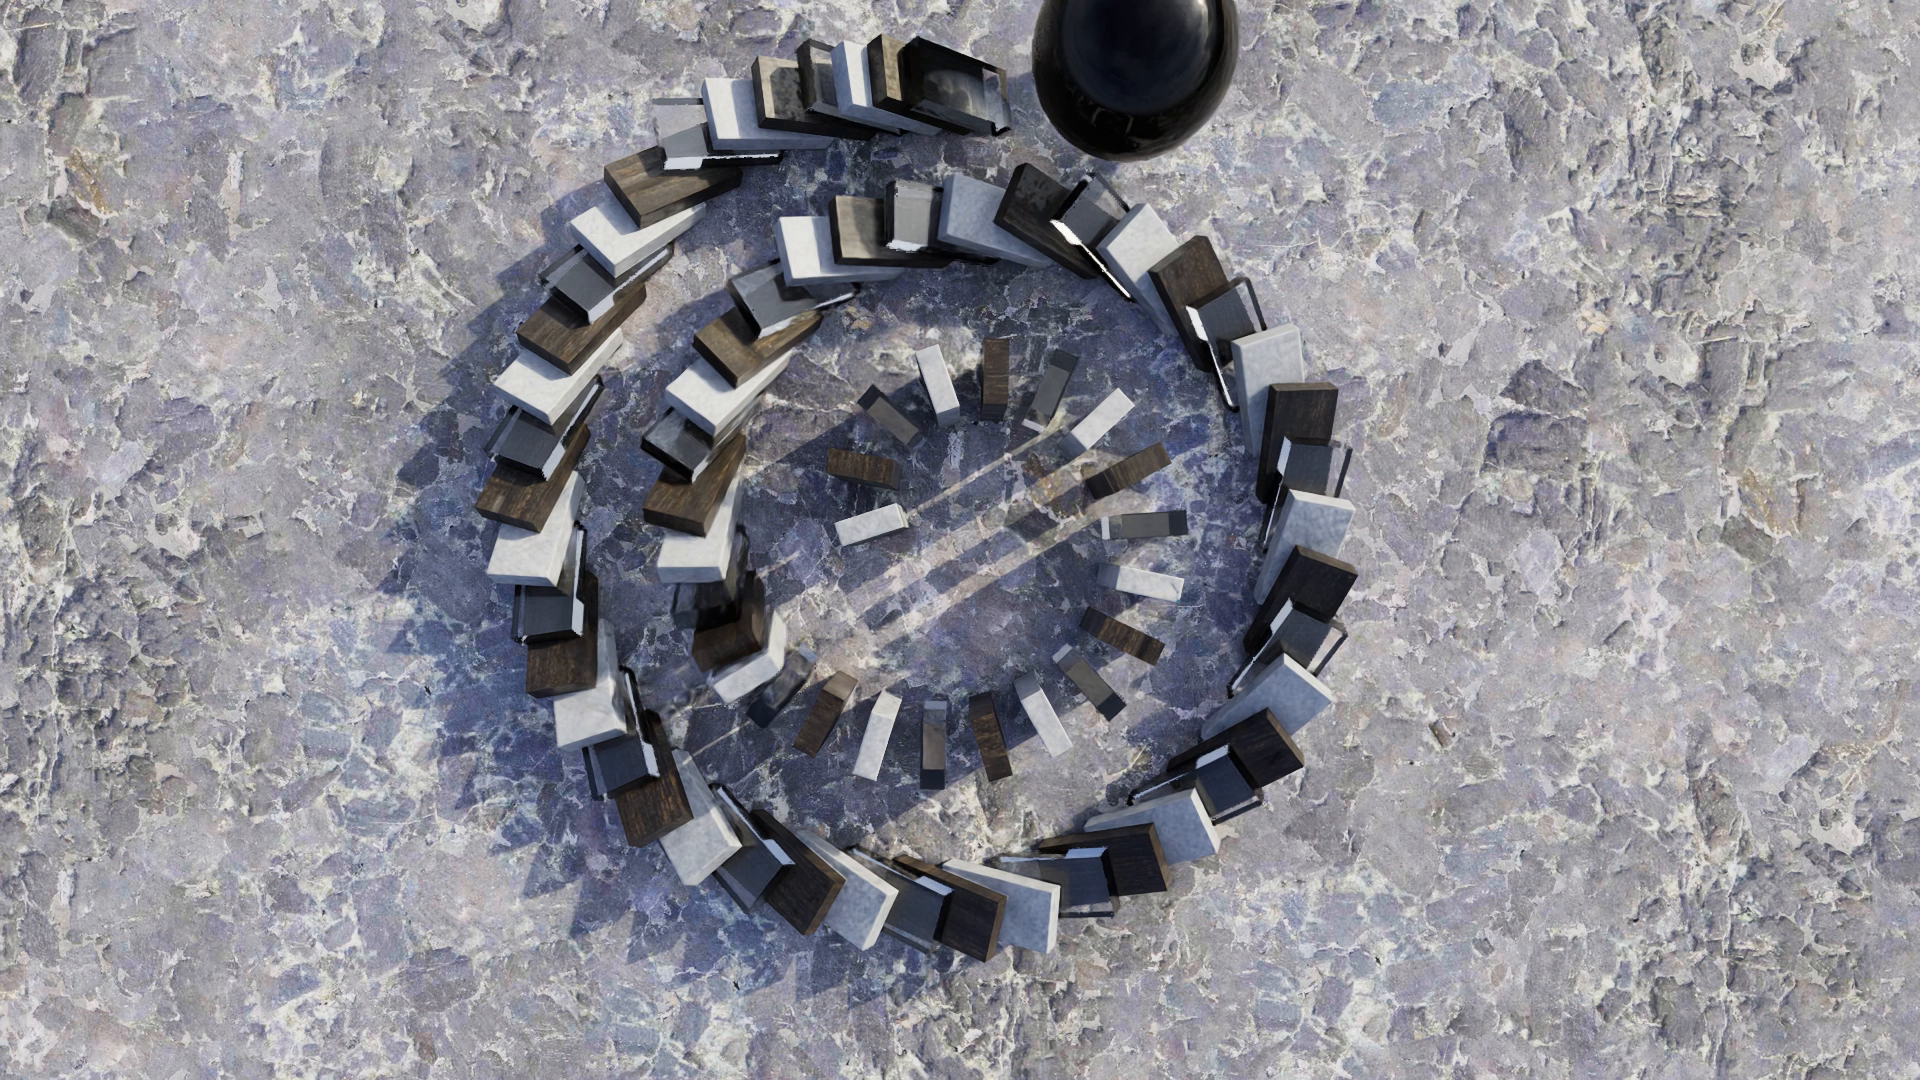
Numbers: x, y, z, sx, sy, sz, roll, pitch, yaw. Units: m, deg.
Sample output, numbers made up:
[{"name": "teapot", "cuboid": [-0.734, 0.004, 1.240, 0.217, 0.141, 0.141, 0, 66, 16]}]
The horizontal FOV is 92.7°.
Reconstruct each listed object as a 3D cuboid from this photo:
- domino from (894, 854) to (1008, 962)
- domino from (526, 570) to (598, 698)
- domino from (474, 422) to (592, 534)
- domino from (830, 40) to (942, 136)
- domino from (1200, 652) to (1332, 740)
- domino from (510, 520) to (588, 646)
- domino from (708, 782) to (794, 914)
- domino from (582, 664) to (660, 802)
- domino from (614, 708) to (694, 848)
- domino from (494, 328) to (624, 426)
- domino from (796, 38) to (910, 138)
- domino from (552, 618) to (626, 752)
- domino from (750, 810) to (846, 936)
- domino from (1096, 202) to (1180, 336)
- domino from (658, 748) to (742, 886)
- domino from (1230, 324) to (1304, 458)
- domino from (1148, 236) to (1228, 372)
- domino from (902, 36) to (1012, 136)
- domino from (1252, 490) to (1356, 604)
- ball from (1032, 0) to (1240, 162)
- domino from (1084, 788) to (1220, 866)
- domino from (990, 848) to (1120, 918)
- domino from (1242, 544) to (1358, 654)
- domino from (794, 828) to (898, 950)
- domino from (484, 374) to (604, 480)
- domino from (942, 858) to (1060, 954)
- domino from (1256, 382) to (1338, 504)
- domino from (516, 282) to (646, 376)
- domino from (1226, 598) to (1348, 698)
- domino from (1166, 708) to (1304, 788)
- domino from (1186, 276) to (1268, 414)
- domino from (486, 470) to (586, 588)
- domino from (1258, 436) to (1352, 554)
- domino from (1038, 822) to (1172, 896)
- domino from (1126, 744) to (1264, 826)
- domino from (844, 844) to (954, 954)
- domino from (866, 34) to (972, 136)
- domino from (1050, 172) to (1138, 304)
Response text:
[{"name": "domino", "cuboid": [-0.007, 0.154, 0.385, 0.050, 0.010, 0.025, 13, 91, 26]}, {"name": "domino", "cuboid": [-0.167, 0.039, 0.385, 0.025, 0.010, 0.050, -10, 64, 0]}, {"name": "domino", "cuboid": [-0.178, -0.030, 0.385, 0.025, 0.009, 0.050, 16, 64, 0]}, {"name": "domino", "cuboid": [-0.029, -0.186, 0.379, 0.050, 0.009, 0.025, -9, 91, -43]}, {"name": "domino", "cuboid": [0.128, 0.073, 0.384, 0.025, 0.010, 0.050, 39, 117, 0]}, {"name": "domino", "cuboid": [-0.172, 0.018, 0.385, 0.025, 0.010, 0.050, -8, 64, 0]}, {"name": "domino", "cuboid": [-0.095, 0.128, 0.385, 0.050, 0.010, 0.025, 37, 90, 26]}, {"name": "domino", "cuboid": [-0.145, 0.081, 0.385, 0.025, 0.009, 0.050, -25, 64, 0]}, {"name": "domino", "cuboid": [-0.133, 0.100, 0.385, 0.025, 0.009, 0.050, -30, 64, 0]}, {"name": "domino", "cuboid": [-0.168, -0.075, 0.385, 0.025, 0.009, 0.050, 29, 64, 0]}, {"name": "domino", "cuboid": [-0.043, -0.186, 0.380, 0.050, 0.010, 0.025, -7, 90, -43]}, {"name": "domino", "cuboid": [-0.157, 0.060, 0.385, 0.025, 0.009, 0.050, -18, 64, 0]}, {"name": "domino", "cuboid": [-0.074, 0.139, 0.385, 0.050, 0.009, 0.025, 31, 90, 26]}, {"name": "domino", "cuboid": [0.082, -0.113, 0.385, 0.025, 0.010, 0.050, -48, 117, 0]}, {"name": "domino", "cuboid": [-0.115, 0.116, 0.384, 0.025, 0.009, 0.050, -41, 63, 0]}, {"name": "domino", "cuboid": [0.131, -0.062, 0.384, 0.025, 0.009, 0.050, -17, 117, 0]}, {"name": "domino", "cuboid": [0.102, -0.099, 0.385, 0.025, 0.009, 0.050, -36, 116, 0]}, {"name": "domino", "cuboid": [0.000, -0.187, 0.380, 0.050, 0.010, 0.025, -6, 90, -43]}, {"name": "domino", "cuboid": [0.144, 0.005, 0.385, 0.025, 0.009, 0.050, 10, 116, 0]}, {"name": "ball", "cuboid": [0.068, -0.192, 0.360, 0.080, 0.080, 0.080, 0, 90, 0]}, {"name": "domino", "cuboid": [0.080, 0.124, 0.385, 0.050, 0.009, 0.025, -25, 90, 26]}, {"name": "domino", "cuboid": [0.040, 0.144, 0.385, 0.050, 0.010, 0.025, -13, 90, 27]}, {"name": "domino", "cuboid": [0.142, 0.029, 0.385, 0.025, 0.010, 0.050, 20, 116, 0]}, {"name": "domino", "cuboid": [-0.053, 0.146, 0.385, 0.050, 0.009, 0.025, 25, 90, 26]}, {"name": "domino", "cuboid": [-0.174, -0.052, 0.385, 0.025, 0.010, 0.050, 20, 64, 0]}, {"name": "domino", "cuboid": [0.016, 0.153, 0.385, 0.050, 0.010, 0.025, 5, 90, 27]}, {"name": "domino", "cuboid": [0.141, -0.040, 0.385, 0.025, 0.009, 0.050, -2, 117, 0]}, {"name": "domino", "cuboid": [-0.158, -0.095, 0.385, 0.025, 0.009, 0.050, 32, 64, 0]}, {"name": "domino", "cuboid": [0.136, 0.051, 0.385, 0.025, 0.009, 0.050, 26, 117, 0]}, {"name": "domino", "cuboid": [0.115, 0.094, 0.385, 0.050, 0.010, 0.025, -37, 91, 26]}, {"name": "domino", "cuboid": [0.116, -0.082, 0.385, 0.025, 0.010, 0.050, -30, 116, 0]}, {"name": "domino", "cuboid": [-0.177, -0.006, 0.385, 0.025, 0.009, 0.050, 4, 63, 0]}, {"name": "domino", "cuboid": [0.144, -0.018, 0.385, 0.025, 0.010, 0.050, 5, 116, 0]}, {"name": "domino", "cuboid": [0.060, 0.136, 0.385, 0.050, 0.010, 0.025, -18, 90, 26]}, {"name": "domino", "cuboid": [0.098, 0.108, 0.385, 0.050, 0.010, 0.025, -35, 90, 26]}, {"name": "domino", "cuboid": [-0.029, 0.150, 0.385, 0.050, 0.010, 0.025, 15, 90, 26]}, {"name": "domino", "cuboid": [-0.015, -0.187, 0.379, 0.050, 0.010, 0.025, -5, 89, -43]}, {"name": "domino", "cuboid": [0.064, -0.126, 0.384, 0.050, 0.009, 0.025, 38, 89, -27]}]
